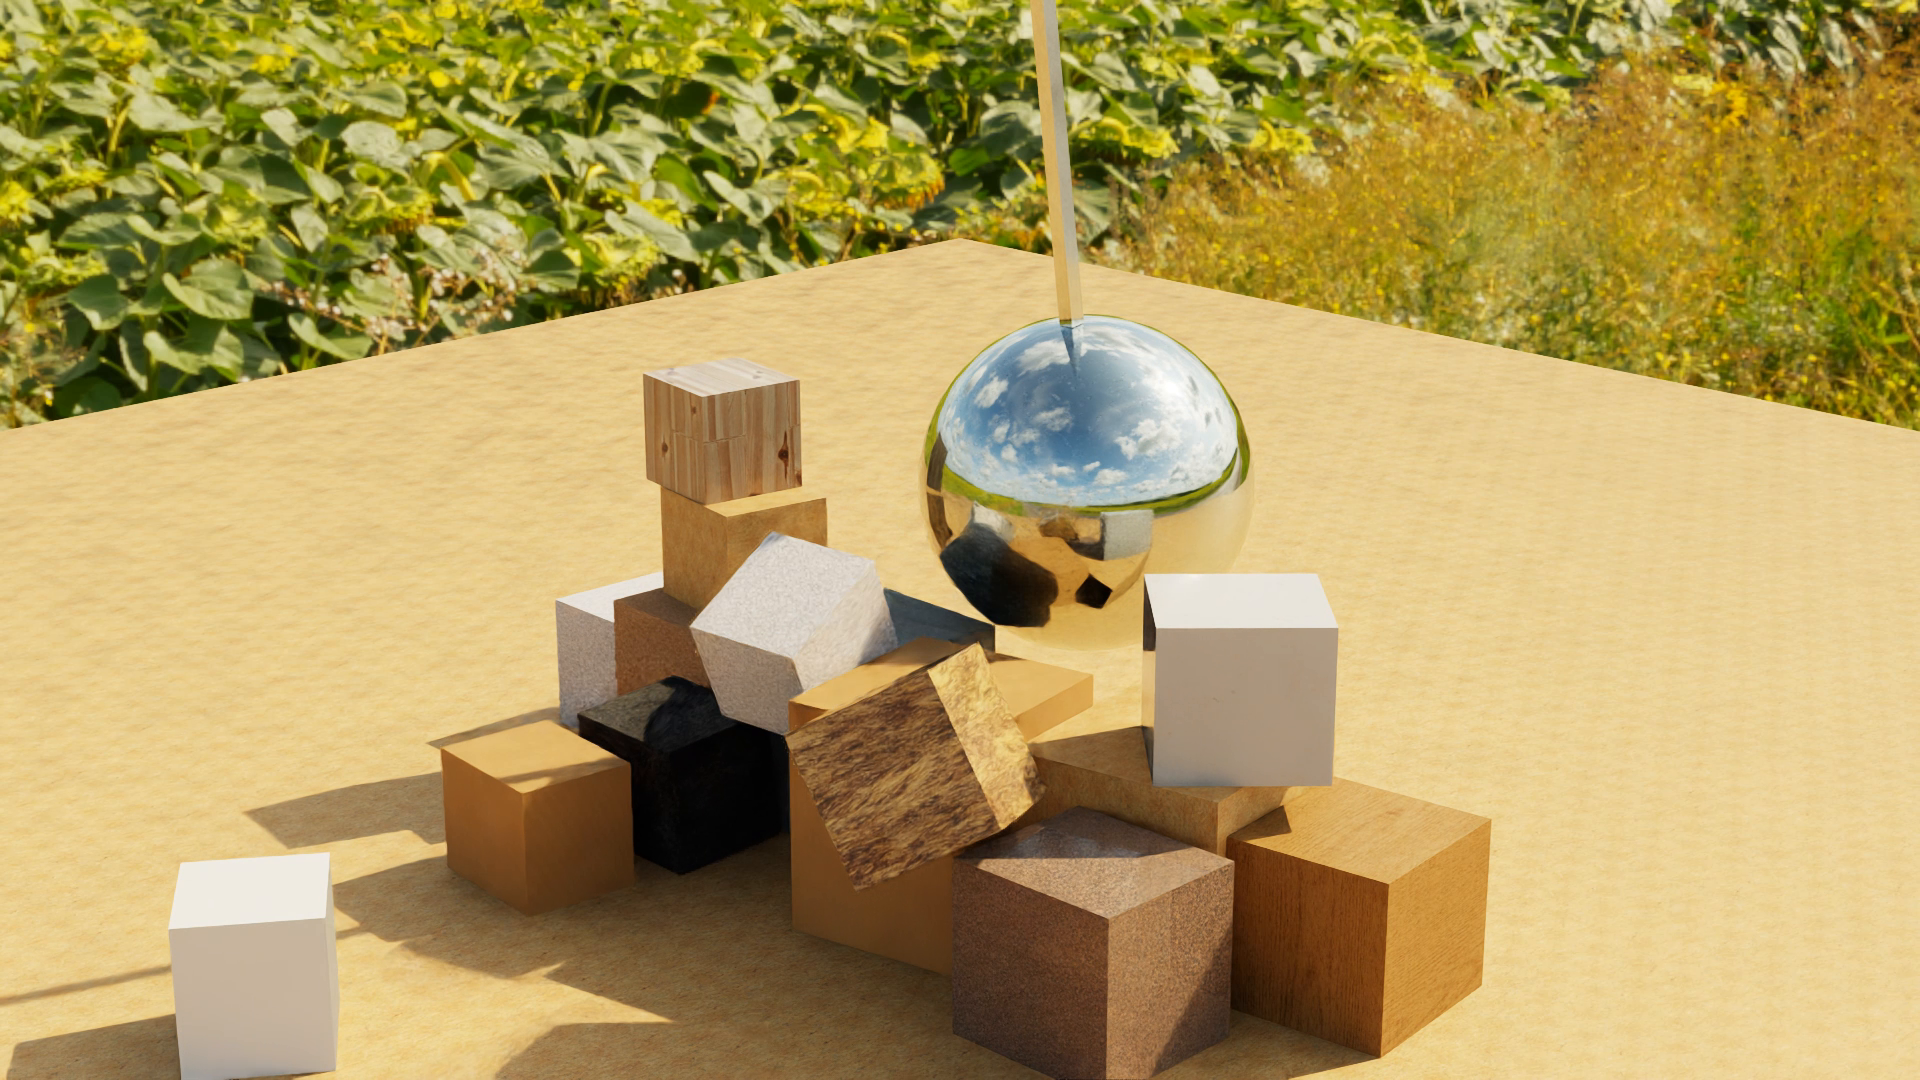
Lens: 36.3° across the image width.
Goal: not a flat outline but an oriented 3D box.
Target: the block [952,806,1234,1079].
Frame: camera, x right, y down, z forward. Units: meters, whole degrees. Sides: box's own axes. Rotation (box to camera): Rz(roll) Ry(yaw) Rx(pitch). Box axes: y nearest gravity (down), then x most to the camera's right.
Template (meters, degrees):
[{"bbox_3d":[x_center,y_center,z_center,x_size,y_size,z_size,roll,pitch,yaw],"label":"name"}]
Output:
[{"bbox_3d":[0.531,1.645,11.815,0.833,0.777,0.758,16,24,42],"label":"block"}]

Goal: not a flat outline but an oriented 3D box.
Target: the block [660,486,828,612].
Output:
[{"bbox_3d":[-1.064,0.027,14.445,0.564,0.552,0.636,-12,21,-33],"label":"block"}]

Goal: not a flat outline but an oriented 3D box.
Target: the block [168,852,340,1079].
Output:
[{"bbox_3d":[-2.827,1.711,11.795,0.595,0.663,0.644,-3,18,-10],"label":"block"}]

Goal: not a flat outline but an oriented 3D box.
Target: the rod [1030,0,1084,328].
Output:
[{"bbox_3d":[0.259,-3.378,12.551,0.080,5.200,0.080,17,32,42],"label":"rod"}]

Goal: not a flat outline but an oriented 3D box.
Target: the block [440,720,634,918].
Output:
[{"bbox_3d":[-1.922,1.257,13.353,0.564,0.594,0.708,-14,22,-37],"label":"block"}]

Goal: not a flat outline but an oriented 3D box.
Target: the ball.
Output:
[{"bbox_3d":[0.597,-0.269,13.883,1.600,1.600,1.600,0,17,0],"label":"ball"}]

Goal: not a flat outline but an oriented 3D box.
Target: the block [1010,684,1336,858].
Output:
[{"bbox_3d":[0.917,1.298,12.658,1.012,0.933,0.996,12,21,33],"label":"block"}]

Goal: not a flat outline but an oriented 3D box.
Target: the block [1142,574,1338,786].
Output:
[{"bbox_3d":[1.155,0.577,12.249,0.736,0.688,0.702,0,17,-1],"label":"block"}]

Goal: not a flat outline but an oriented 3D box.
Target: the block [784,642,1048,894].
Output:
[{"bbox_3d":[-0.164,0.898,11.713,0.652,0.679,0.744,-25,-1,17],"label":"block"}]

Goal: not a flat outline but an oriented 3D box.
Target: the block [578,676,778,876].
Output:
[{"bbox_3d":[-1.322,1.094,13.750,0.576,0.623,0.689,-21,27,-39],"label":"block"}]

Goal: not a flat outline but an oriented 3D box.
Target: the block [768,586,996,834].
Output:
[{"bbox_3d":[-0.430,0.864,13.989,0.870,0.963,0.814,-16,23,-41],"label":"block"}]

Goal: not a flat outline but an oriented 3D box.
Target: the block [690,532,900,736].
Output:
[{"bbox_3d":[-0.726,0.441,13.082,0.566,0.566,0.648,15,49,31],"label":"block"}]

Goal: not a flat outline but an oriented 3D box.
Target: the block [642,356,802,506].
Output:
[{"bbox_3d":[-1.169,-0.542,14.428,0.554,0.543,0.567,-12,21,-34],"label":"block"}]

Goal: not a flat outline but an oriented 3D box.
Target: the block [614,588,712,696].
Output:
[{"bbox_3d":[-1.016,0.710,14.639,1.037,0.868,0.934,-15,23,-40],"label":"block"}]

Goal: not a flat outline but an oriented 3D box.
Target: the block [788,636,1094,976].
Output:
[{"bbox_3d":[-0.075,1.151,12.892,0.914,1.073,1.010,11,21,32],"label":"block"}]

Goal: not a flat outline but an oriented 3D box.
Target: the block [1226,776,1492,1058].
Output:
[{"bbox_3d":[1.645,1.545,12.163,0.760,0.760,0.834,13,22,36],"label":"block"}]

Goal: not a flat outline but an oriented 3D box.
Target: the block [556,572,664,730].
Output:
[{"bbox_3d":[-1.594,0.629,15.216,0.719,0.676,0.676,-16,23,-41],"label":"block"}]
